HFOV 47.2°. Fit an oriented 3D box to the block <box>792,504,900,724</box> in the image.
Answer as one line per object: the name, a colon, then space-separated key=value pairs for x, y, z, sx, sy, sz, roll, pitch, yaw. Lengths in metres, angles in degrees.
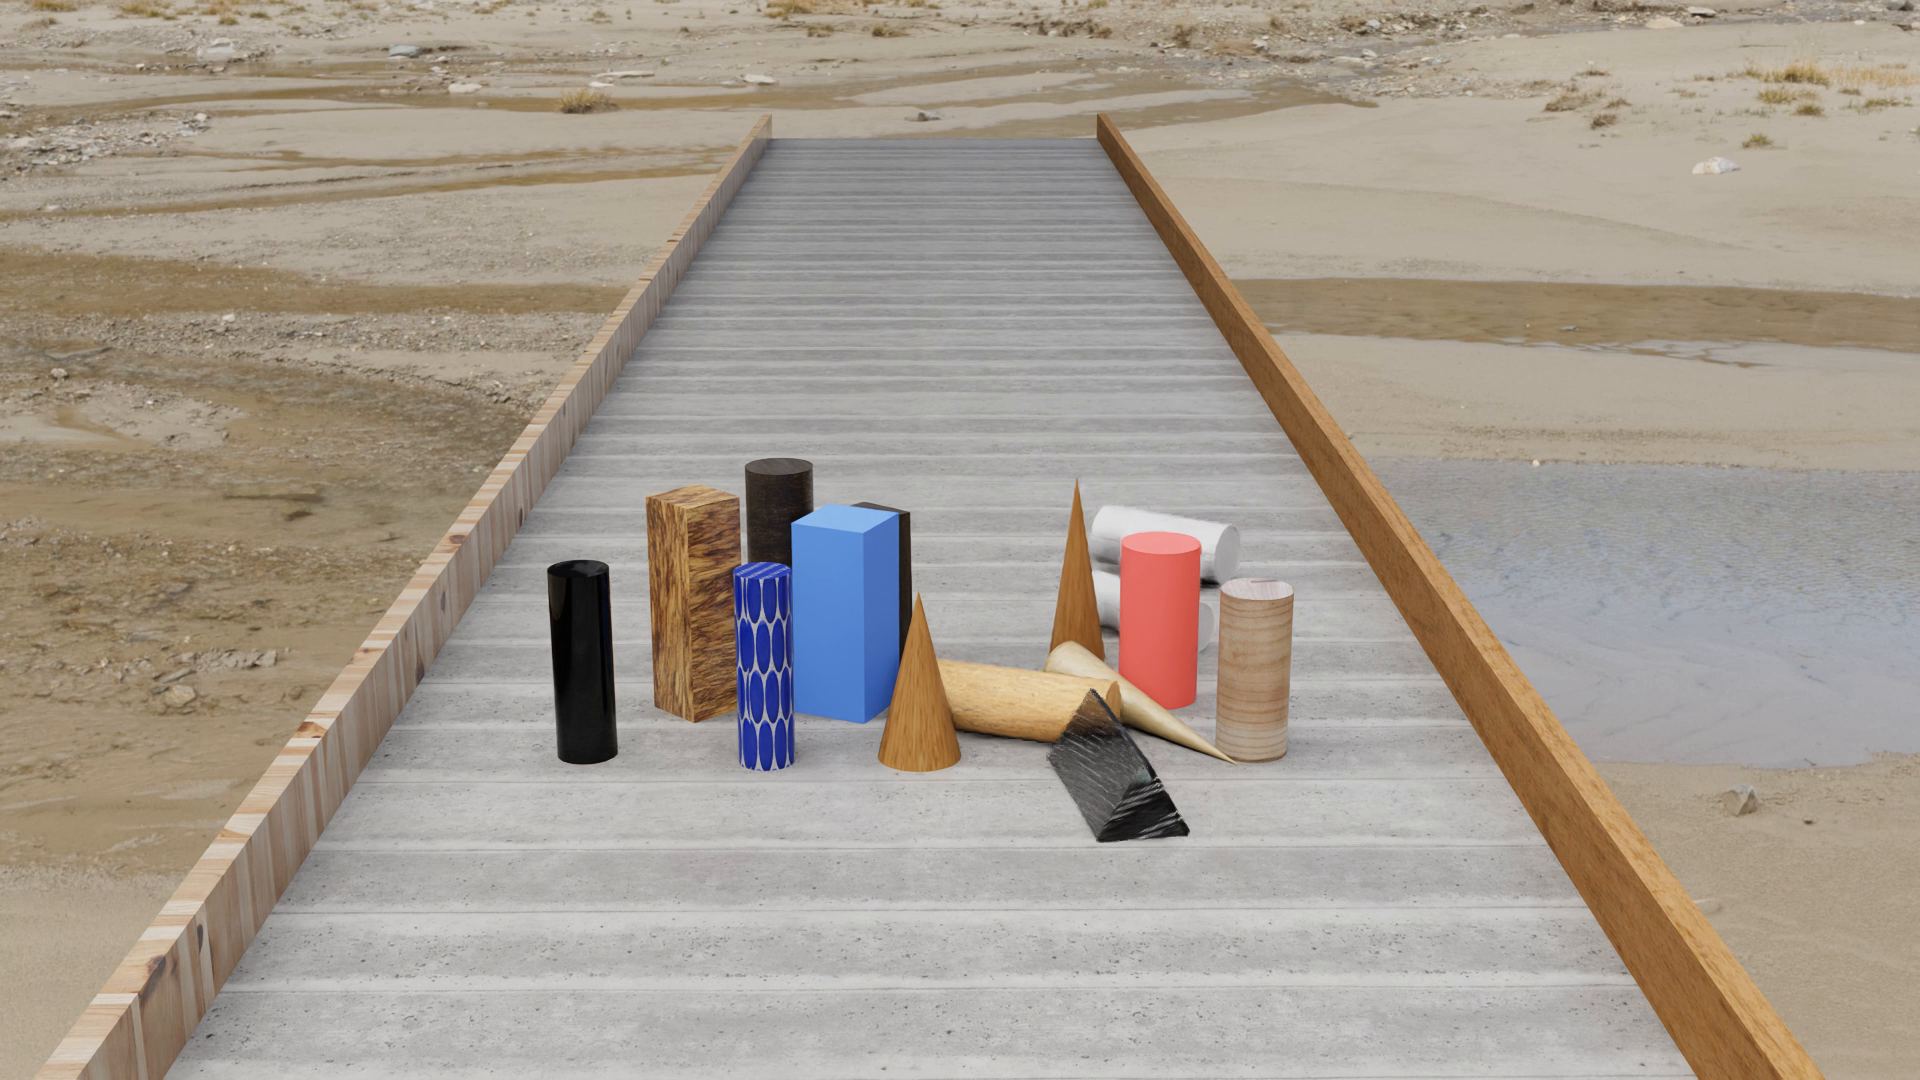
block: x=-0.212 y=0.136 z=4.118 sx=0.147 sy=0.370 sz=0.147 roll=8 pitch=18 yaw=23

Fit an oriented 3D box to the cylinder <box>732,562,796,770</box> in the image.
cylinder: x=-0.343 y=0.222 z=3.860 sx=0.101 sy=0.353 sz=0.101 roll=0 pitch=17 yaw=0

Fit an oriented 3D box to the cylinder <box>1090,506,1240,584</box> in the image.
cylinder: x=0.462 y=0.010 z=4.962 sx=0.311 sy=0.132 sz=0.132 roll=10 pitch=19 yaw=31

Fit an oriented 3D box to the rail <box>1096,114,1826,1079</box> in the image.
rail: x=0.932 y=-0.844 z=7.801 sx=0.050 sy=0.150 sz=12.000 roll=0 pitch=17 yaw=-1

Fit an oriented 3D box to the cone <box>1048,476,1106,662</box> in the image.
cone: x=0.232 y=0.055 z=4.364 sx=0.114 sy=0.381 sz=0.114 roll=-1 pitch=19 yaw=0

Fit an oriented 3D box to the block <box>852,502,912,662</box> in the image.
block: x=-0.182 y=0.107 z=4.282 sx=0.125 sy=0.331 sz=0.125 roll=13 pitch=21 yaw=40

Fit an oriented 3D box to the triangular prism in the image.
triangular prism: x=0.266 y=0.373 z=3.727 sx=0.154 sy=0.133 sz=0.346 roll=-3 pitch=17 yaw=-11

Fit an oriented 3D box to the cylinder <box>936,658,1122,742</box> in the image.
cylinder: x=0.090 y=0.295 z=4.017 sx=0.388 sy=0.124 sz=0.124 roll=6 pitch=18 yaw=20

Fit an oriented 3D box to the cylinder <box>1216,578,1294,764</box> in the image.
cylinder: x=0.523 y=0.232 z=3.915 sx=0.129 sy=0.304 sz=0.129 roll=0 pitch=17 yaw=0

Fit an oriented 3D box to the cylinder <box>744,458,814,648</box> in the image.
cylinder: x=-0.356 y=0.044 z=4.384 sx=0.134 sy=0.396 sz=0.134 roll=0 pitch=17 yaw=0

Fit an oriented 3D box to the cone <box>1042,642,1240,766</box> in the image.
cone: x=0.347 y=0.323 z=4.039 sx=0.116 sy=0.116 sz=0.460 roll=-14 pitch=29 yaw=-39

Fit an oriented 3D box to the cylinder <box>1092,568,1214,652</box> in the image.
cylinder: x=0.367 y=0.145 z=4.548 sx=0.108 sy=0.108 sz=0.328 roll=-14 pitch=22 yaw=-40

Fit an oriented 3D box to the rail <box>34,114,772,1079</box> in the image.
rail: x=-1.118 y=-0.838 z=7.780 sx=0.050 sy=0.150 sz=12.000 roll=0 pitch=17 yaw=-1

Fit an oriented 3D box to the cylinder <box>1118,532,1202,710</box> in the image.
cylinder: x=0.378 y=0.152 z=4.176 sx=0.150 sy=0.307 sz=0.150 roll=0 pitch=17 yaw=0

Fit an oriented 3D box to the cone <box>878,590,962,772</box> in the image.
cone: x=-0.072 y=0.236 z=3.885 sx=0.149 sy=0.312 sz=0.149 roll=0 pitch=17 yaw=0

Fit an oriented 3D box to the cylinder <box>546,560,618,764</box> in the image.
cylinder: x=-0.667 y=0.216 z=3.892 sx=0.108 sy=0.346 sz=0.108 roll=0 pitch=17 yaw=0

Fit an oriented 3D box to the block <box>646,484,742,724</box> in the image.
block: x=-0.492 y=0.118 z=4.106 sx=0.122 sy=0.413 sz=0.122 roll=-16 pitch=23 yaw=-42
